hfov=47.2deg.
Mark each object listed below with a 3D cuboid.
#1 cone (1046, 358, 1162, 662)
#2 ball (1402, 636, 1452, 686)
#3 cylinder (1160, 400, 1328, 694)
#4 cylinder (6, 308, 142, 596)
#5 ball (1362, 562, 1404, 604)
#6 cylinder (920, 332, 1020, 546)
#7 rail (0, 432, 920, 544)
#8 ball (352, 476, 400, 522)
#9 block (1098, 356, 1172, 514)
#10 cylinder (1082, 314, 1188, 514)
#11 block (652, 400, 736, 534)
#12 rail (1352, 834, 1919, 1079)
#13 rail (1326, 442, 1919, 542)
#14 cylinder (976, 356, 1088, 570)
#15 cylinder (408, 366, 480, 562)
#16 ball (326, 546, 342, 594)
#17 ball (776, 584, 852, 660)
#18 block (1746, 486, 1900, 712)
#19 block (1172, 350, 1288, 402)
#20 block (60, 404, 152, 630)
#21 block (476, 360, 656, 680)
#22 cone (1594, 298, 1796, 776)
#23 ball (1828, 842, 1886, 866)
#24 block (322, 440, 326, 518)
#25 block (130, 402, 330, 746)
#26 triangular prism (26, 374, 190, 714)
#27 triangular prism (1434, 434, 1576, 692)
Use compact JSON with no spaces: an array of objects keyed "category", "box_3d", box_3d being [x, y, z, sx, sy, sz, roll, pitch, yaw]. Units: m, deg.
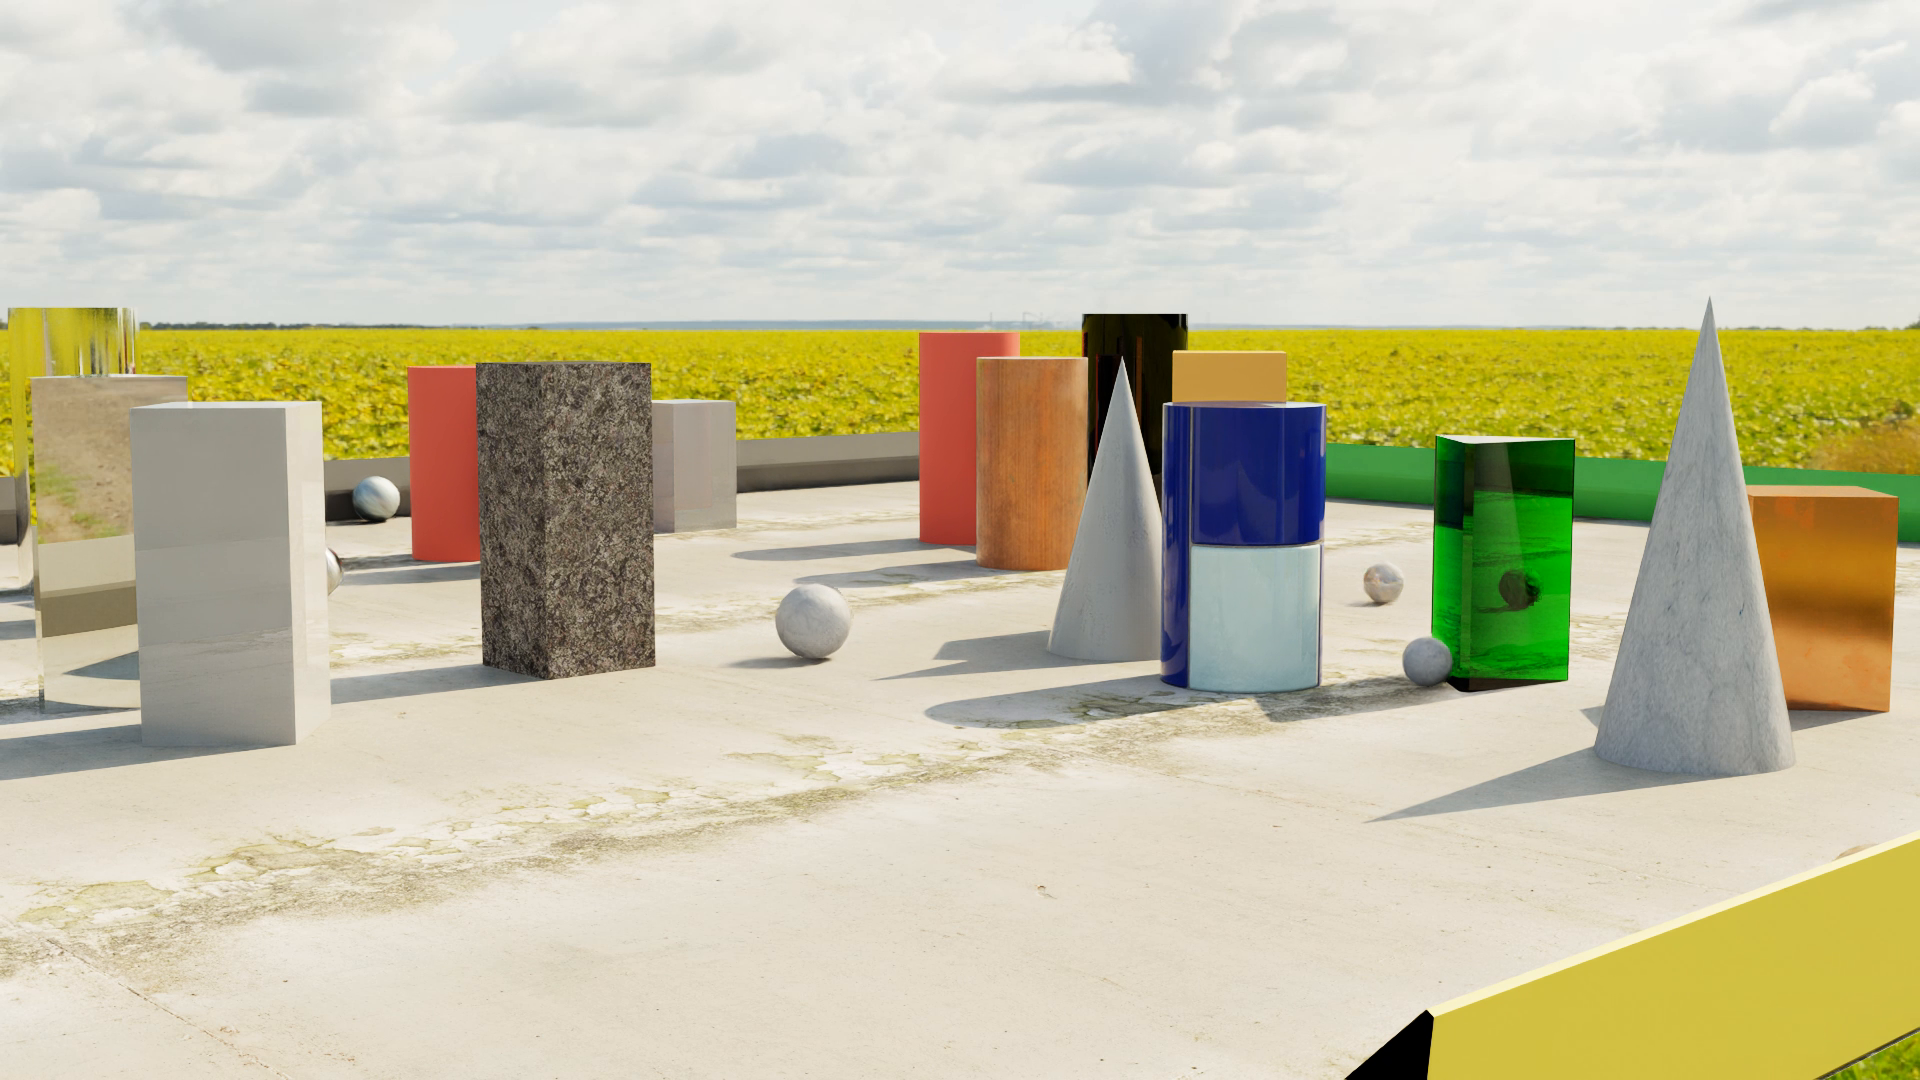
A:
[{"category":"cone","box_3d":[0.210,-0.047,2.865,0.194,0.384,0.194,0,6,0]},{"category":"ball","box_3d":[0.553,0.144,2.604,0.059,0.059,0.059,0,6,0]},{"category":"cylinder","box_3d":[0.338,0.004,2.631,0.194,0.332,0.194,0,6,0]},{"category":"cylinder","box_3d":[-1.394,-0.144,3.482,0.194,0.447,0.194,0,6,0]},{"category":"ball","box_3d":[0.644,0.064,3.340,0.063,0.063,0.063,0,6,0]},{"category":"cylinder","box_3d":[0.018,-0.199,4.236,0.194,0.400,0.194,0,6,0]},{"category":"rail","box_3d":[-1.249,-0.109,4.678,3.911,0.126,0.045,-6,8,-42]},{"category":"ball","box_3d":[-1.224,-0.085,4.607,0.097,0.097,0.097,0,6,0]},{"category":"block","box_3d":[0.374,-0.182,4.297,0.155,0.353,0.155,-3,7,-26]},{"category":"cylinder","box_3d":[0.317,-0.193,4.004,0.194,0.437,0.194,0,6,0]},{"category":"block","box_3d":[-0.565,-0.153,4.480,0.155,0.258,0.155,-6,8,-43]},{"category":"rail","box_3d":[1.249,0.174,1.986,3.911,0.126,0.045,-6,8,-42]},{"category":"rail","box_3d":[1.420,-0.104,4.635,0.045,0.126,3.730,-6,8,-42]},{"category":"cylinder","box_3d":[0.125,-0.137,3.833,0.194,0.360,0.194,0,6,0]},{"category":"cylinder","box_3d":[-0.893,-0.141,3.966,0.194,0.342,0.194,0,6,0]},{"category":"ball","box_3d":[-0.996,0.048,3.391,0.085,0.085,0.085,0,6,0]},{"category":"ball","box_3d":[-0.187,0.104,2.807,0.096,0.096,0.096,0,6,0]},{"category":"block","box_3d":[0.962,0.063,2.511,0.155,0.239,0.155,1,6,6]},{"category":"block","box_3d":[0.376,-0.072,3.098,0.155,0.385,0.155,1,6,6]},{"category":"block","box_3d":[-1.193,-0.037,3.140,0.155,0.307,0.155,-2,6,-21]},{"category":"block","box_3d":[-0.490,-0.031,2.736,0.155,0.379,0.155,-5,8,-42]},{"category":"cone","box_3d":[0.735,-0.013,2.180,0.194,0.460,0.194,0,6,0]},{"category":"ball","box_3d":[0.627,0.248,1.499,0.082,0.082,0.082,0,6,0]},{"category":"block","box_3d":[-1.117,-0.045,3.484,0.155,0.251,0.155,5,8,42]},{"category":"block","box_3d":[-0.762,0.031,2.309,0.155,0.345,0.155,0,6,-3]},{"category":"triangular prism","box_3d":[-0.965,-0.002,2.507,0.168,0.370,0.145,-3,7,-23]},{"category":"triangular prism","box_3d":[0.623,0.022,2.653,0.168,0.291,0.145,-3,7,-30]}]
